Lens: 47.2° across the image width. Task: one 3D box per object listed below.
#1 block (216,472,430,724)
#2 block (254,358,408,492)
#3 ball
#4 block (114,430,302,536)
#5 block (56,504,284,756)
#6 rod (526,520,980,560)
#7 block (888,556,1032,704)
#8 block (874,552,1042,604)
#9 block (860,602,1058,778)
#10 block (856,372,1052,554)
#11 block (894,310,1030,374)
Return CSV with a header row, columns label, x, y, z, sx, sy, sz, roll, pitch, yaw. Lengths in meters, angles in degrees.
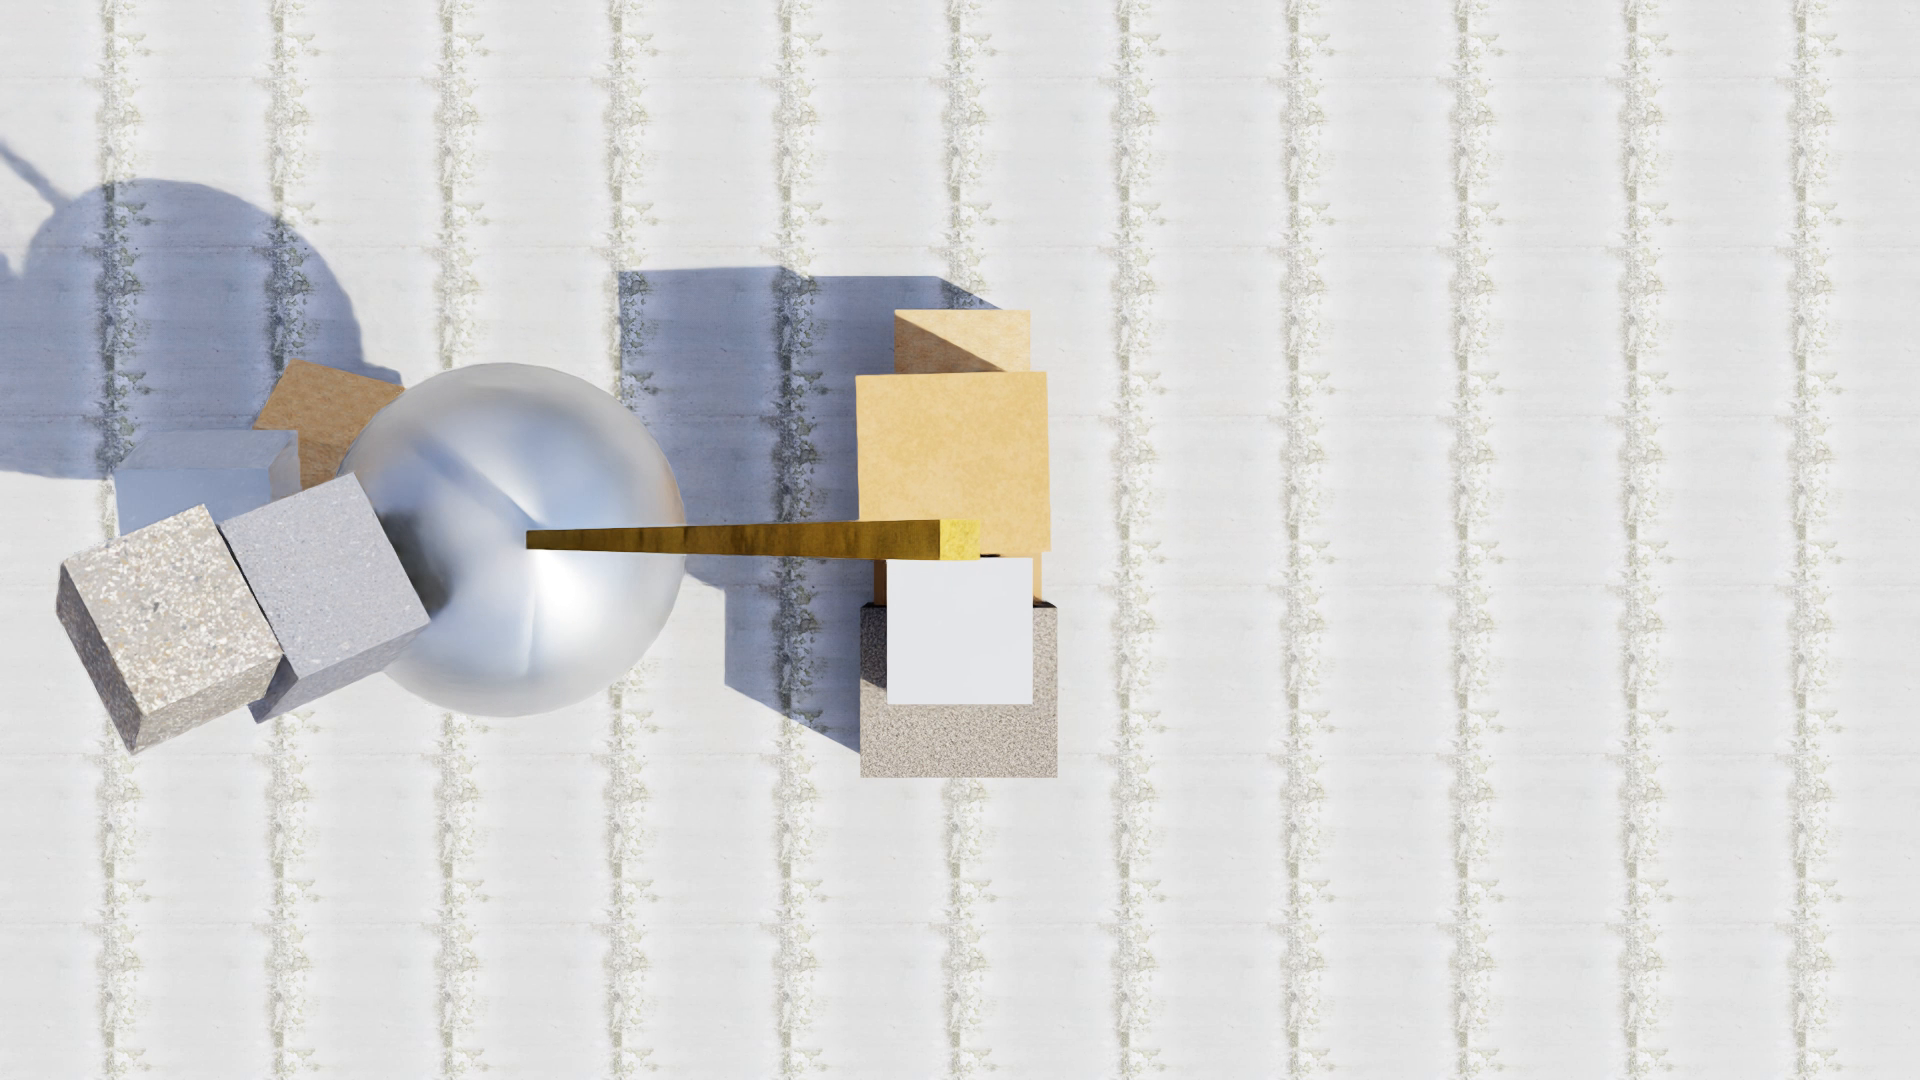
label,x,y,z,sx,sy,sz,roll,pitch,yaw
block,-2.660,0.244,8.931,0.582,0.720,0.682,-26,86,-35
block,-3.484,-0.361,12.337,0.853,0.839,0.852,15,119,-9
ball,-2.030,0.000,9.872,1.600,1.600,1.600,0,90,0
block,-3.743,-0.046,11.060,0.723,0.776,0.848,-1,107,-6
block,-3.044,0.353,8.444,0.549,0.626,0.653,-26,83,-30
rod,-0.880,0.000,6.673,0.080,5.200,0.080,0,90,-20
block,-0.001,0.464,11.579,0.740,0.728,0.745,0,90,0
block,-0.012,-0.090,12.566,0.923,0.868,0.895,0,90,0
block,-0.006,0.830,12.472,1.072,1.057,0.923,0,90,0
block,-0.032,-0.385,11.634,0.968,0.995,0.917,-1,90,0
block,0.014,-0.919,12.669,0.763,0.661,0.744,0,90,0
